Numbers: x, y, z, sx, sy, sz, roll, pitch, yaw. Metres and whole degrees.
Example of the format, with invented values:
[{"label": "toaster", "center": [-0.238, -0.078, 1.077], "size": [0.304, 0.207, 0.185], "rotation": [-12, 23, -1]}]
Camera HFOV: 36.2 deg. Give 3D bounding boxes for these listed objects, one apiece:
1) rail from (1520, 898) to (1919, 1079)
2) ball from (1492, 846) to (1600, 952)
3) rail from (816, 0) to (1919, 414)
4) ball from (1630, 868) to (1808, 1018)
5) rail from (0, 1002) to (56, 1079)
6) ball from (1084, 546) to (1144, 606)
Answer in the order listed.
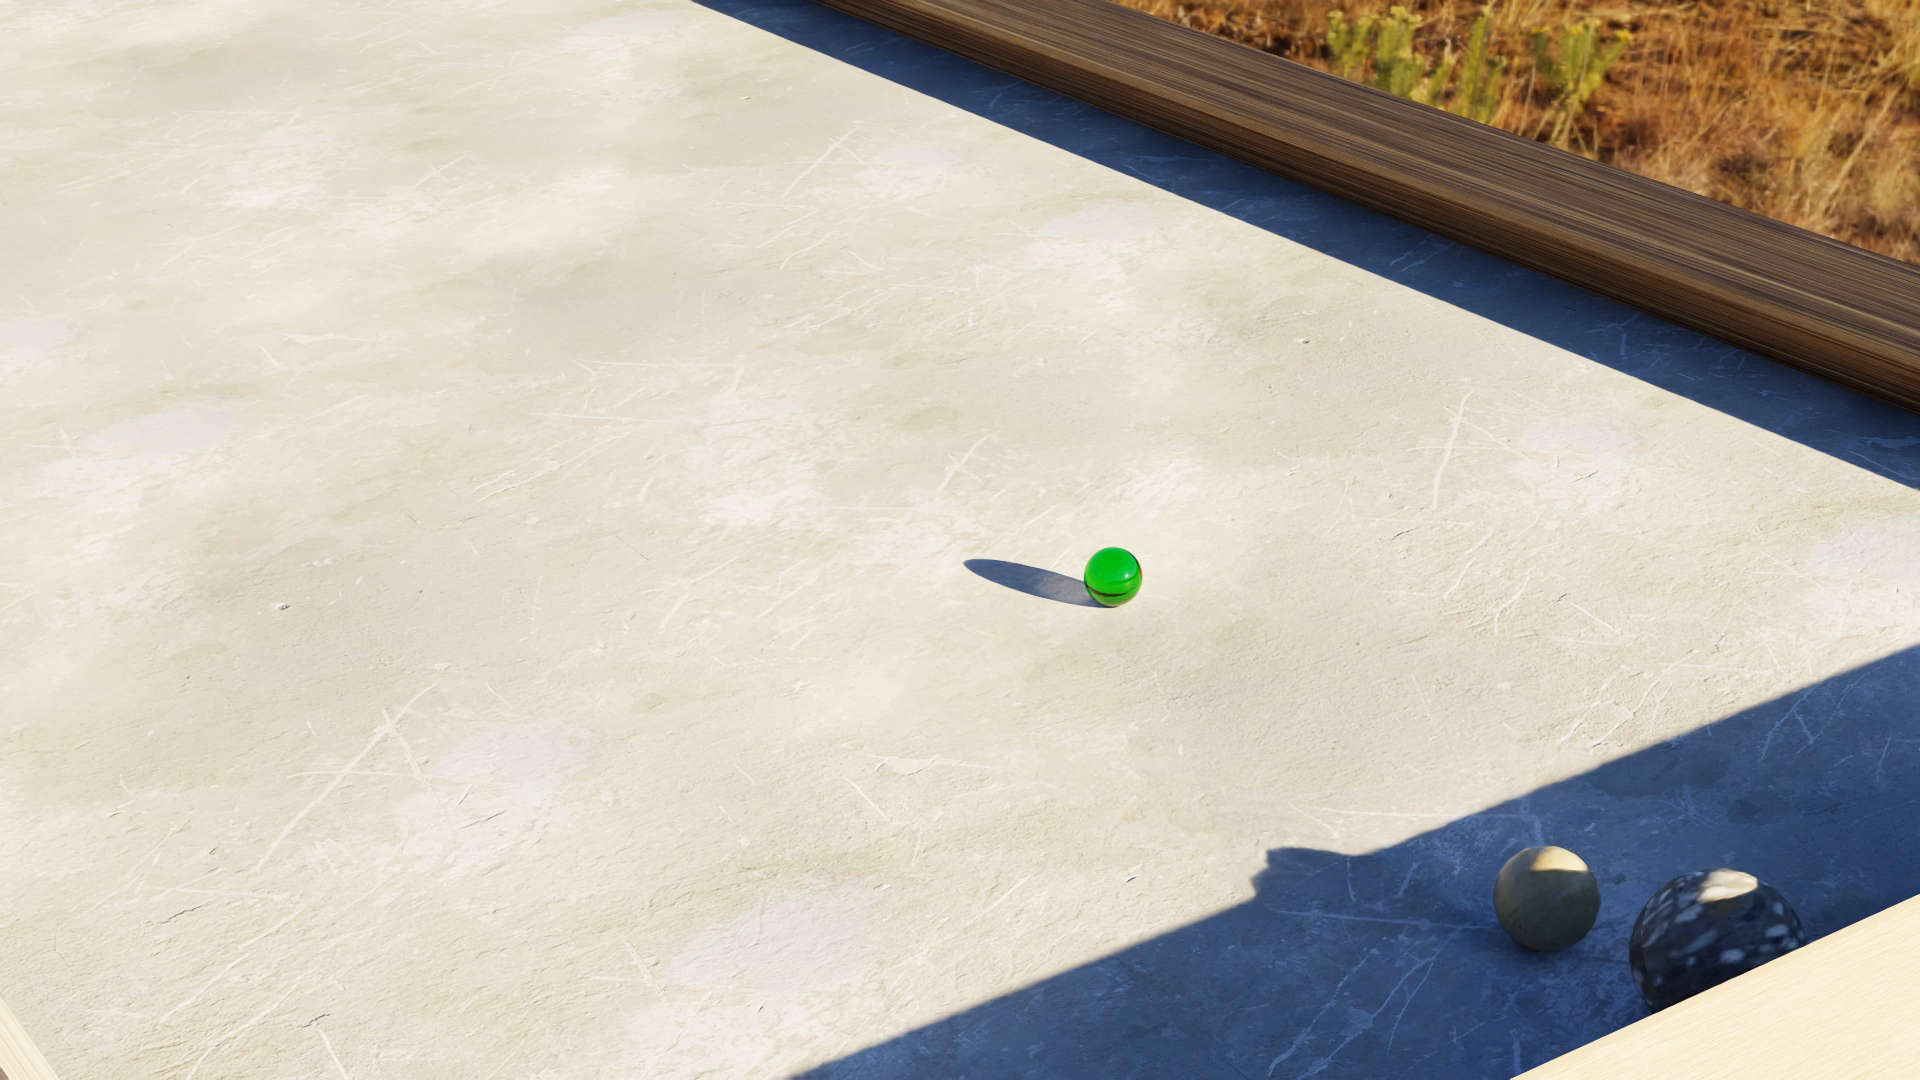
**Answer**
[{"label": "rail", "center": [0.476, 0.247, 1.595], "size": [1.735, 0.128, 0.045], "rotation": [-16, 29, -31]}, {"label": "ball", "center": [0.349, 0.213, 1.752], "size": [0.063, 0.063, 0.063], "rotation": [0, 24, 0]}, {"label": "rail", "center": [0.204, -0.521, 3.307], "size": [0.045, 0.128, 3.445], "rotation": [-16, 29, -31]}, {"label": "ball", "center": [0.429, 0.235, 1.661], "size": [0.098, 0.098, 0.098], "rotation": [0, 24, 0]}, {"label": "rail", "center": [-1.184, -0.128, 2.432], "size": [0.045, 0.128, 3.445], "rotation": [-16, 29, -31]}, {"label": "ball", "center": [0.114, 0.027, 2.189], "size": [0.045, 0.045, 0.045], "rotation": [0, 24, 0]}]
